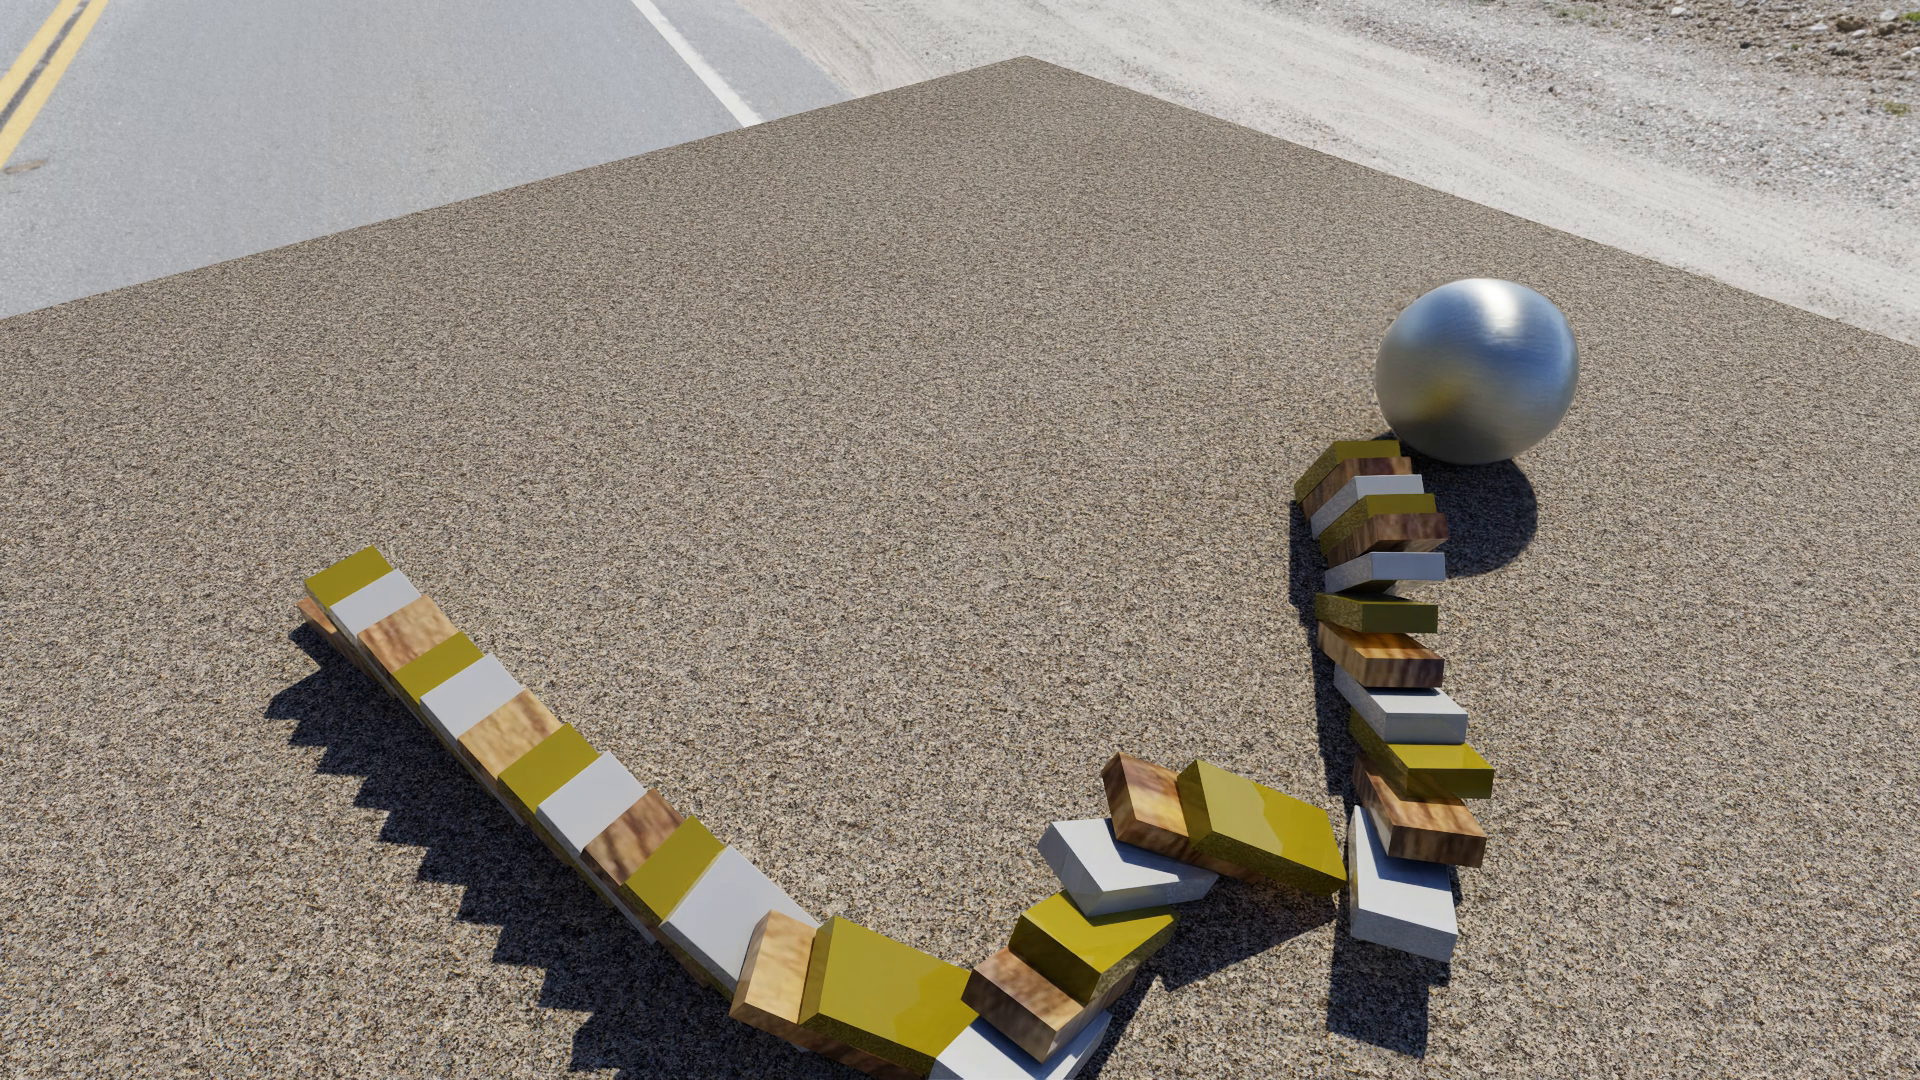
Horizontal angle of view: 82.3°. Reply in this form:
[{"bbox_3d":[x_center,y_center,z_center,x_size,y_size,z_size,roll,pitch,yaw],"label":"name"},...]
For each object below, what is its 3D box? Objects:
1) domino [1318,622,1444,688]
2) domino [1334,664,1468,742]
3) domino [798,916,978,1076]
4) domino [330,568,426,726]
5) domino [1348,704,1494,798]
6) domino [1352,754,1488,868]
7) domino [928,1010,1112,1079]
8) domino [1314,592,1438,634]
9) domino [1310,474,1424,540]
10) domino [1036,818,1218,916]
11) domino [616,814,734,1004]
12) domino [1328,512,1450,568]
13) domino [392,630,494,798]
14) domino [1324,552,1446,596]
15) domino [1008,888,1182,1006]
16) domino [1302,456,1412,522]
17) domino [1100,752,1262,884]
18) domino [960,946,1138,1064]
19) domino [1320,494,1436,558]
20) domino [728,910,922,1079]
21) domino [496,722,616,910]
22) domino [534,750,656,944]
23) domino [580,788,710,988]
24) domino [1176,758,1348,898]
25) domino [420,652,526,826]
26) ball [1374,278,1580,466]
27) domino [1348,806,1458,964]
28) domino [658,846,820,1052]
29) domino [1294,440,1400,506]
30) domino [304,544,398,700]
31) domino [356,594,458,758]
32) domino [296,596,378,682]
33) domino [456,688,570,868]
[{"bbox_3d":[0.143,0.039,0.378,0.025,0.010,0.050,1,9,1],"label":"domino"},{"bbox_3d":[0.144,0.052,0.363,0.025,0.010,0.050,1,13,1],"label":"domino"},{"bbox_3d":[-0.015,0.117,0.278,0.050,0.010,0.025,30,37,-20],"label":"domino"},{"bbox_3d":[-0.189,0.037,0.378,0.050,0.010,0.025,48,53,3],"label":"domino"},{"bbox_3d":[0.144,0.066,0.346,0.025,0.010,0.050,1,13,0],"label":"domino"},{"bbox_3d":[0.136,0.080,0.329,0.025,0.010,0.050,6,13,7],"label":"domino"},{"bbox_3d":[0.016,0.126,0.272,0.025,0.009,0.050,26,19,25],"label":"domino"},{"bbox_3d":[0.146,0.025,0.390,0.025,0.010,0.050,1,2,1],"label":"domino"},{"bbox_3d":[0.158,-0.012,0.429,0.025,0.050,0.010,-1,73,-2],"label":"domino"},{"bbox_3d":[0.048,0.092,0.313,0.050,0.010,0.025,9,28,-40],"label":"domino"},{"bbox_3d":[-0.065,0.102,0.297,0.050,0.009,0.025,46,51,-2],"label":"domino"},{"bbox_3d":[0.159,0.002,0.411,0.025,0.050,0.009,-1,73,-2],"label":"domino"},{"bbox_3d":[-0.157,0.056,0.357,0.050,0.010,0.025,45,52,7],"label":"domino"},{"bbox_3d":[0.154,0.013,0.401,0.025,0.050,0.009,1,81,1],"label":"domino"},{"bbox_3d":[0.037,0.105,0.296,0.025,0.010,0.050,29,16,30],"label":"domino"},{"bbox_3d":[0.157,-0.019,0.438,0.025,0.050,0.009,-1,73,-2],"label":"domino"},{"bbox_3d":[0.067,0.082,0.324,0.050,0.010,0.025,23,31,-21],"label":"domino"},{"bbox_3d":[0.025,0.114,0.285,0.025,0.010,0.050,27,15,29],"label":"domino"},{"bbox_3d":[0.159,-0.005,0.420,0.025,0.050,0.010,-1,73,-2],"label":"domino"},{"bbox_3d":[-0.031,0.117,0.281,0.050,0.009,0.025,30,37,-15],"label":"domino"},{"bbox_3d":[-0.110,0.081,0.327,0.050,0.009,0.025,44,51,6],"label":"domino"},{"bbox_3d":[-0.095,0.088,0.317,0.050,0.010,0.025,45,51,6],"label":"domino"},{"bbox_3d":[-0.079,0.097,0.307,0.050,0.009,0.025,44,51,5],"label":"domino"},{"bbox_3d":[0.088,0.084,0.321,0.050,0.010,0.025,24,35,-19],"label":"domino"},{"bbox_3d":[-0.143,0.063,0.347,0.050,0.009,0.025,46,52,7],"label":"domino"},{"bbox_3d":[0.222,-0.072,0.476,0.080,0.080,0.080,0,39,0],"label":"ball"},{"bbox_3d":[0.125,0.097,0.314,0.025,0.010,0.050,12,23,14],"label":"domino"},{"bbox_3d":[-0.051,0.107,0.290,0.050,0.010,0.025,43,50,-4],"label":"domino"},{"bbox_3d":[0.156,-0.027,0.447,0.025,0.050,0.009,-1,73,-2],"label":"domino"},{"bbox_3d":[-0.203,0.029,0.387,0.050,0.009,0.025,49,53,4],"label":"domino"},{"bbox_3d":[-0.175,0.045,0.369,0.050,0.010,0.025,48,52,4],"label":"domino"},{"bbox_3d":[-0.219,0.031,0.406,0.050,0.010,0.025,27,46,29],"label":"domino"},{"bbox_3d":[-0.127,0.072,0.337,0.050,0.010,0.025,45,52,6],"label":"domino"}]
